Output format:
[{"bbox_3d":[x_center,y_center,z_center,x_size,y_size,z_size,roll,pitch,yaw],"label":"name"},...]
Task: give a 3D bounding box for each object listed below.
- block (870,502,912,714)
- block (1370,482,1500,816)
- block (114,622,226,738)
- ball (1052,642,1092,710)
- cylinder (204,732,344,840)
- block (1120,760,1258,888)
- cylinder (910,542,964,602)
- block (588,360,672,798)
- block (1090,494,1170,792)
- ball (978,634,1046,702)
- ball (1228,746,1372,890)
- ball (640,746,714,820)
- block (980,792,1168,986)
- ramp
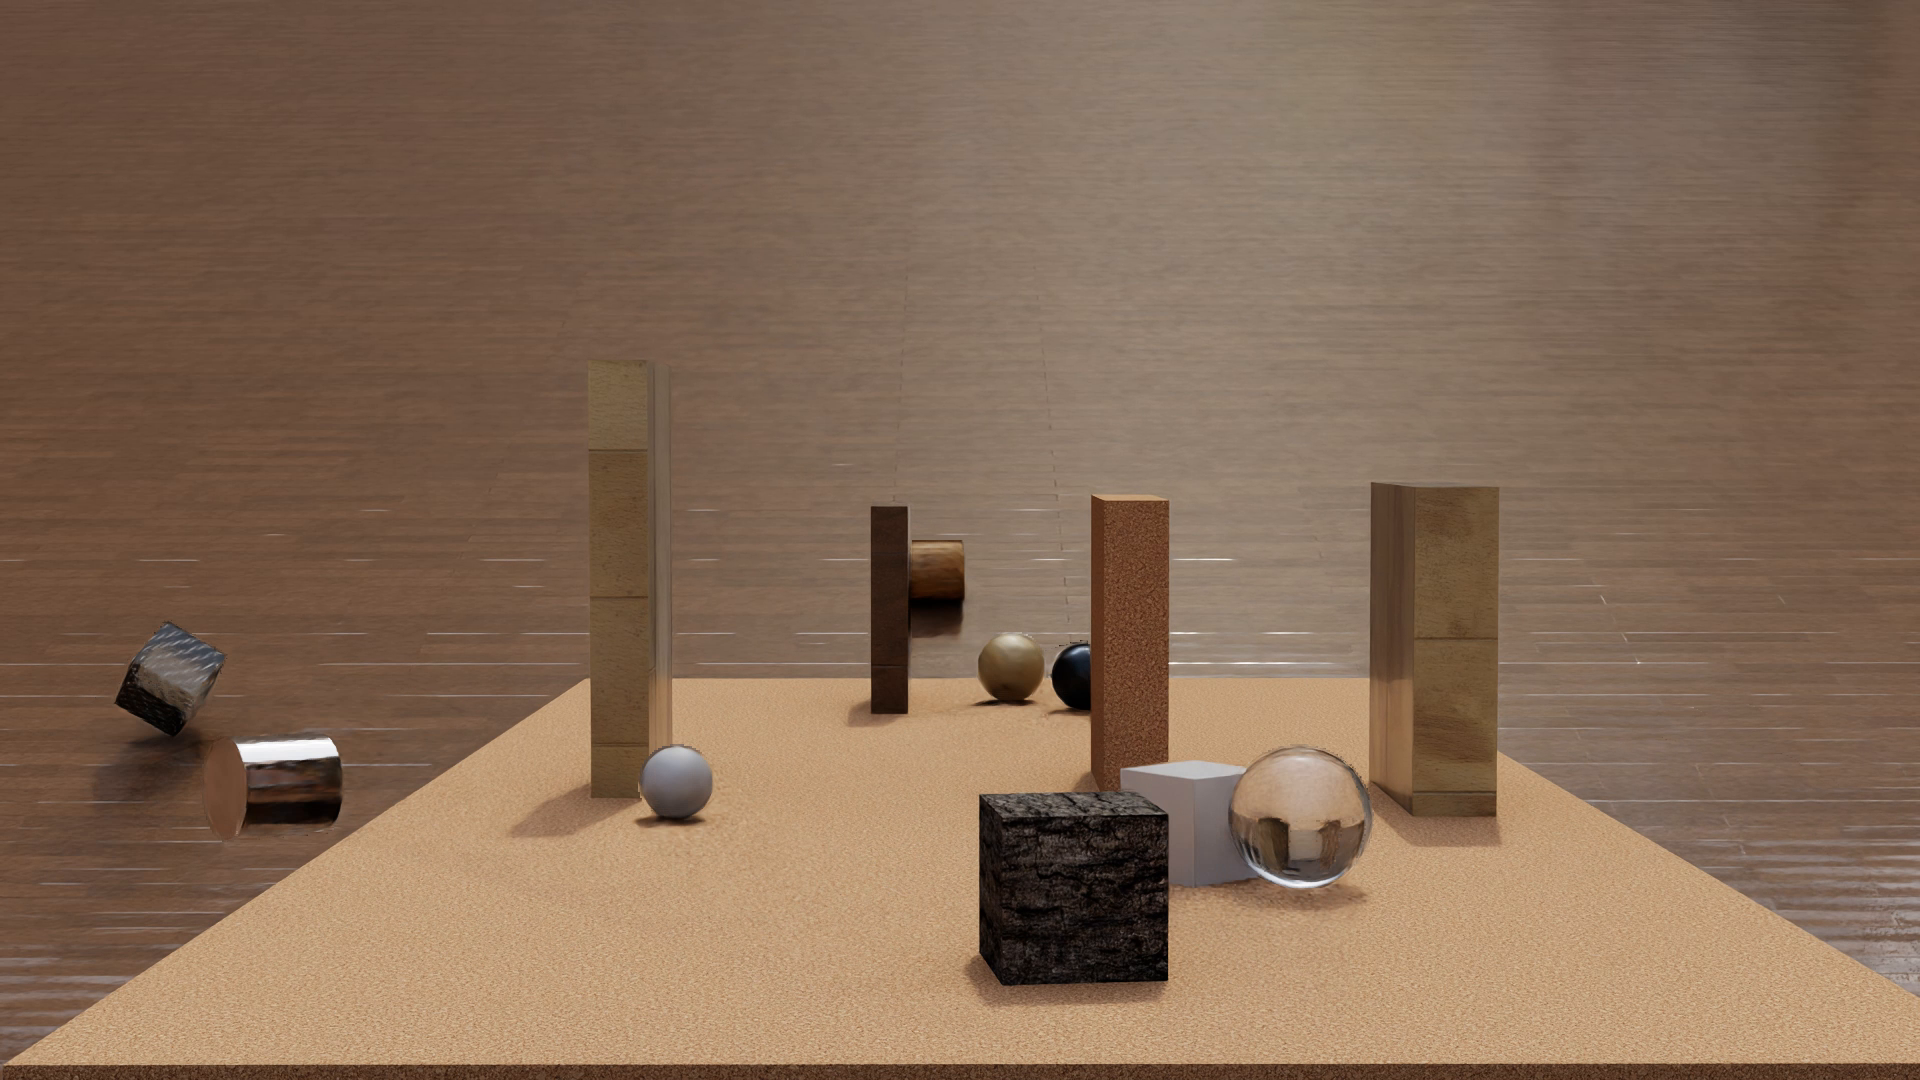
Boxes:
[{"bbox_3d":[-0.157,0.147,5.900,0.082,0.460,0.402,0,2,0],"label":"block"},{"bbox_3d":[0.802,0.172,4.388,0.136,0.534,0.444,0,2,0],"label":"block"},{"bbox_3d":[-1.965,0.347,6.409,0.168,0.168,0.168,31,37,-4],"label":"block"},{"bbox_3d":[0.281,0.306,5.774,0.152,0.152,0.152,0,23,0],"label":"ball"},{"bbox_3d":[-1.243,0.443,4.661,0.183,0.183,0.183,0,18,-40],"label":"cylinder"},{"bbox_3d":[0.330,0.397,3.627,0.148,0.148,0.148,-2,3,-40],"label":"block"},{"bbox_3d":[-0.076,0.089,7.158,0.164,0.164,0.164,-1,23,-5],"label":"cylinder"},{"bbox_3d":[-0.580,0.060,4.559,0.099,0.746,0.363,0,2,0],"label":"block"},{"bbox_3d":[0.297,0.179,4.546,0.109,0.509,0.417,0,2,0],"label":"block"},{"bbox_3d":[0.119,0.296,5.970,0.158,0.158,0.158,0,23,0],"label":"ball"},{"bbox_3d":[0.464,0.379,3.516,0.194,0.194,0.194,0,23,0],"label":"ball"},{"bbox_3d":[-0.457,0.392,4.156,0.117,0.117,0.117,0,23,0],"label":"ball"},{"bbox_3d":[0.130,0.402,3.002,0.190,0.190,0.190,0,2,-7],"label":"block"},{"bbox_3d":[0.053,0.484,4.539,2.000,0.100,4.000,0,2,0],"label":"ramp"}]
